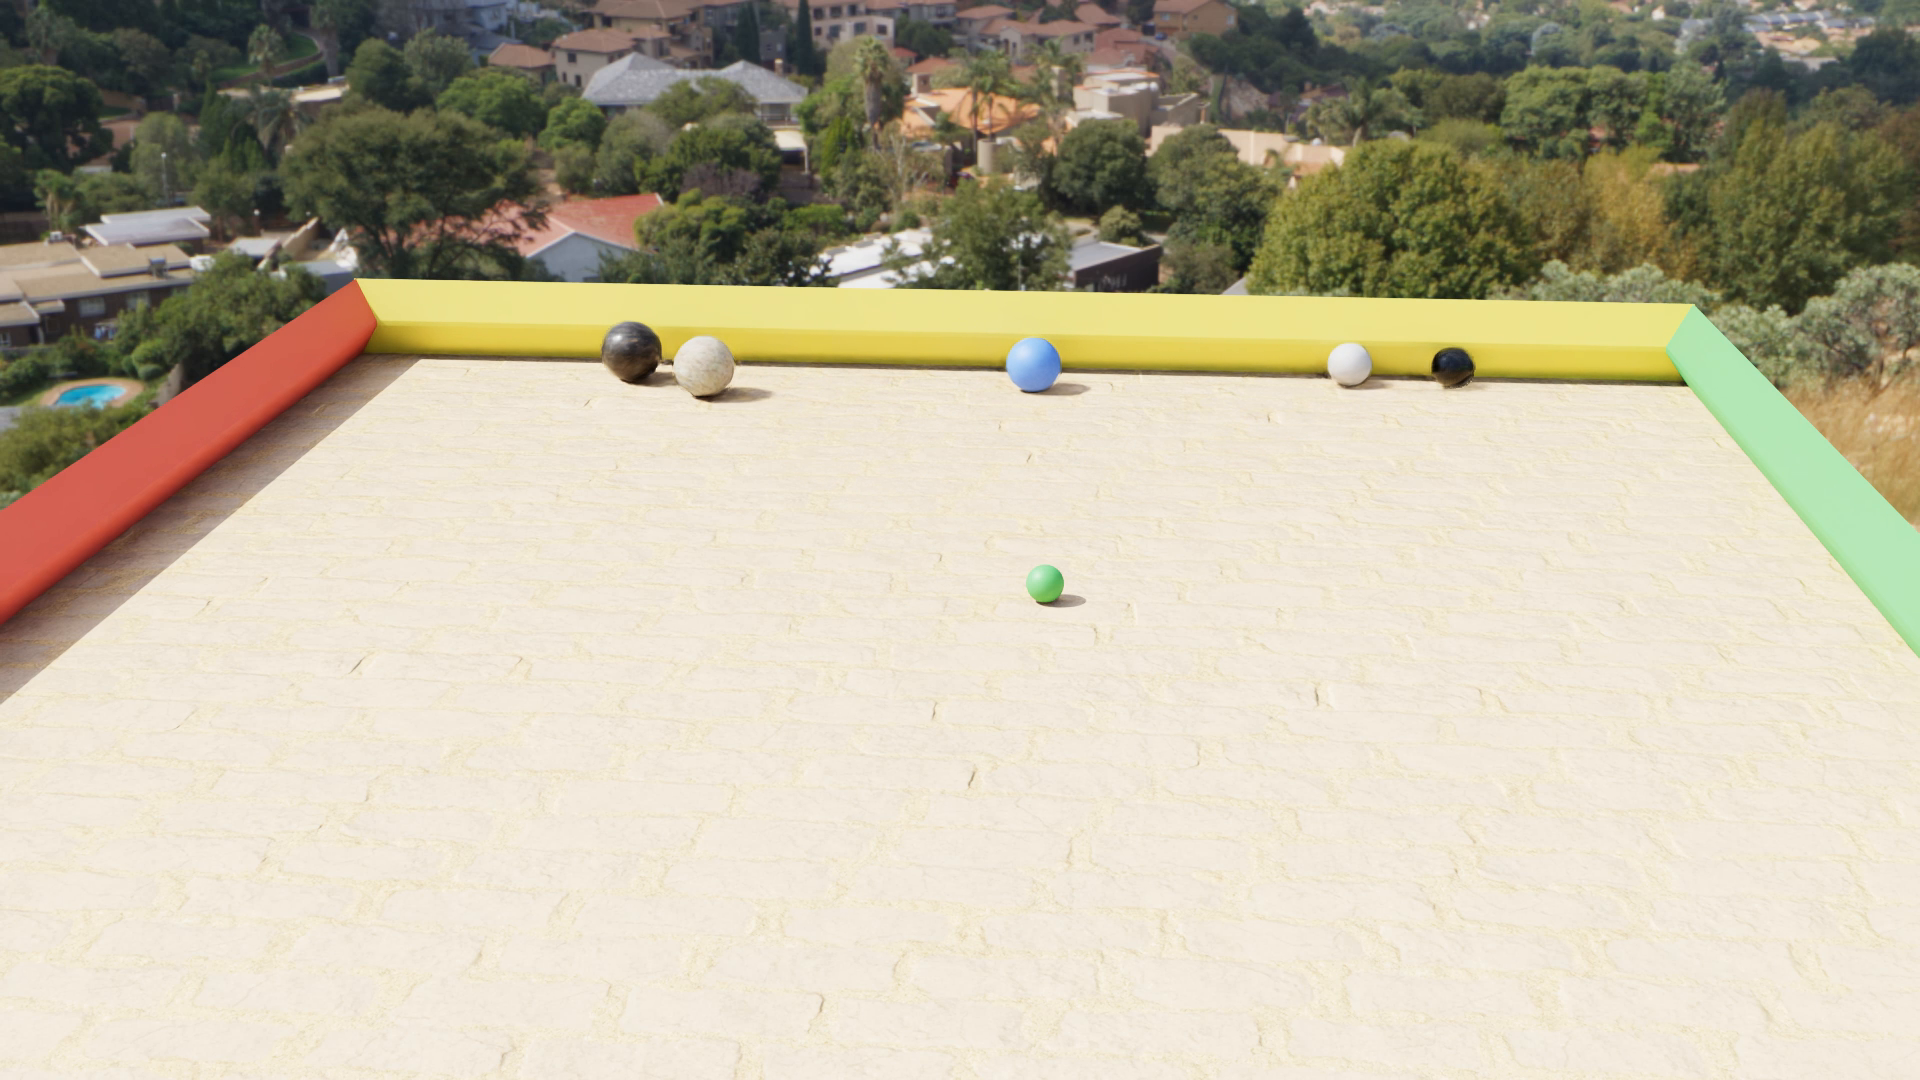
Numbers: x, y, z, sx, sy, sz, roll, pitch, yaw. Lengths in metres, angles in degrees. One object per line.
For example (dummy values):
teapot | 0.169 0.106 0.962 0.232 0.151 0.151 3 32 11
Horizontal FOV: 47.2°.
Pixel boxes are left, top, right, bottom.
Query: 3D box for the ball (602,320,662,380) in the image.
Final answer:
ball | -0.500 -0.289 3.357 0.091 0.091 0.091 0 20 0

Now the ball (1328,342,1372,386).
ball | 0.590 -0.266 3.332 0.066 0.066 0.066 0 20 0

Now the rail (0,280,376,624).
rail | -1.088 0.252 1.795 0.045 0.119 3.649 2 20 4

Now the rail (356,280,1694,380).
rail | 0.074 -0.322 3.406 2.078 0.119 0.045 2 20 4

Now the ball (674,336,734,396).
ball | -0.381 -0.259 3.274 0.090 0.090 0.090 0 20 0

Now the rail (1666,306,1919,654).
rail | 0.936 0.309 1.636 0.045 0.119 3.649 2 20 4

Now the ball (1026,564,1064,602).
ball | 0.096 0.049 2.480 0.043 0.043 0.043 0 20 0

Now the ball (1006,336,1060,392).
ball | 0.110 -0.264 3.302 0.081 0.081 0.081 0 20 0

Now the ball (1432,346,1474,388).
ball | 0.744 -0.261 3.324 0.062 0.062 0.062 0 20 0
